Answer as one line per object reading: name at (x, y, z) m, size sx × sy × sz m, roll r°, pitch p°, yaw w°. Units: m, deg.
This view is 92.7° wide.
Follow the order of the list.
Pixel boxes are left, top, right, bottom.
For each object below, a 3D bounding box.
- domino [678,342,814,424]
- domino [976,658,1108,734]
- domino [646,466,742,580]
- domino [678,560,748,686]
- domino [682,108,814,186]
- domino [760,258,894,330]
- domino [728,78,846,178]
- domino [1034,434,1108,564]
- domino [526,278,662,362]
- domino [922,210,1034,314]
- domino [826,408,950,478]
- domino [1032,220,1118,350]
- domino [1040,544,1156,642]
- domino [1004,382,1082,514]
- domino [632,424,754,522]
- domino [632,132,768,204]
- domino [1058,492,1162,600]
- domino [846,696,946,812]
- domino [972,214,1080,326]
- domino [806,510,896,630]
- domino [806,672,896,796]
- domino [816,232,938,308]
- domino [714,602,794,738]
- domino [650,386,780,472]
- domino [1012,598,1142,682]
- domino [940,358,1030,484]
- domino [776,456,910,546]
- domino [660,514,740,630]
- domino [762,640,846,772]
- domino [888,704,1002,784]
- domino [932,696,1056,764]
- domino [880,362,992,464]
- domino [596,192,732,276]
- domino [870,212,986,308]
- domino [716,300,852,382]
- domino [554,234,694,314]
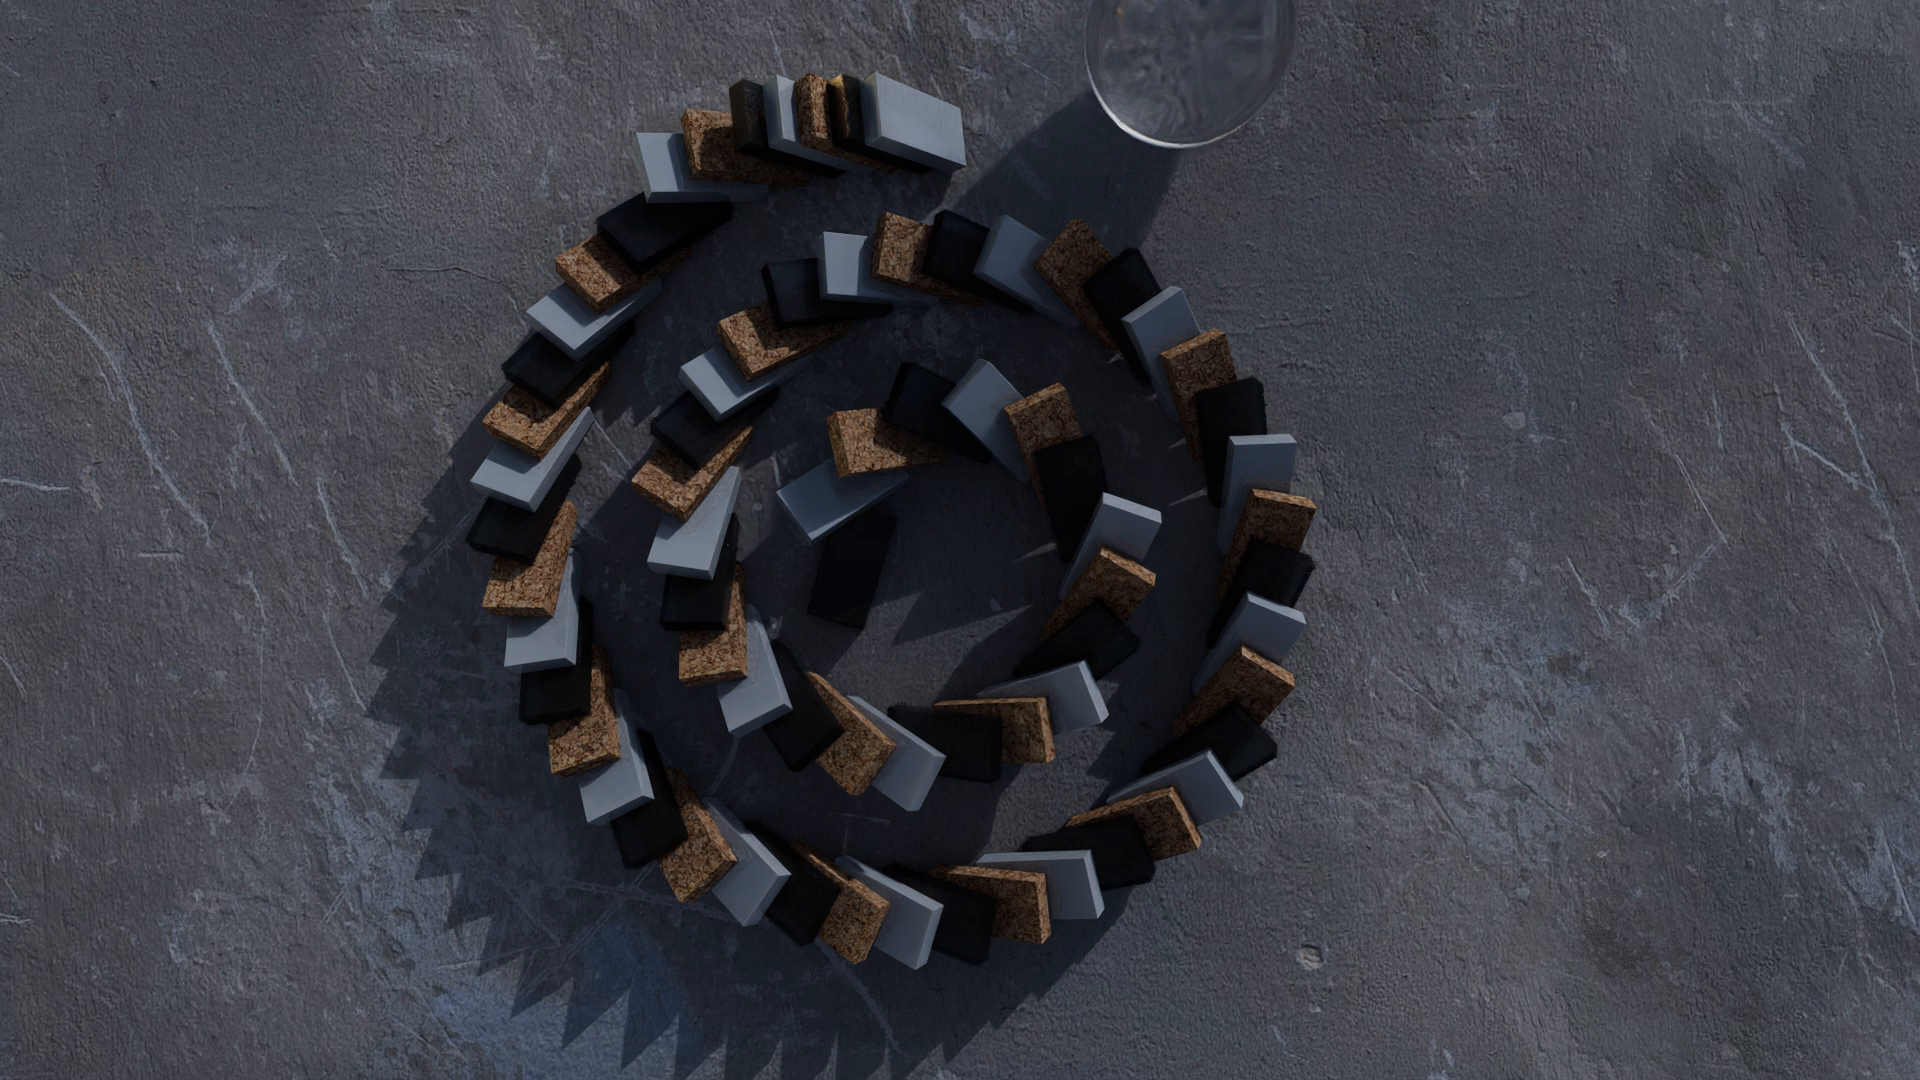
domino at (-0.089, -0.073, 0.384) m, size 0.050 × 0.010 × 0.025 m, roll -40°, pitch 90°, yaw -28°
domino at (0.034, 0.069, 0.383) m, size 0.050 × 0.010 × 0.025 m, roll -21°, pitch 91°, yaw 30°
domino at (-0.110, -0.009, 0.384) m, size 0.025 × 0.010 × 0.050 m, roll 8°, pitch 62°, yaw 0°
domino at (-0.103, 0.034, 0.384) m, size 0.025 × 0.009 × 0.050 m, roll -9°, pitch 61°, yaw 0°
domino at (-0.088, -0.163, 0.383) m, size 0.050 × 0.010 × 0.025 m, roll -9°, pitch 89°, yaw -30°
domino at (-0.055, -0.105, 0.384) m, size 0.050 × 0.009 × 0.025 m, roll -15°, pitch 90°, yaw -29°
domino at (-0.070, -0.169, 0.378) m, size 0.009 × 0.050 × 0.025 m, roll -6°, pitch 90°, yaw 43°
domino at (0.049, -0.017, 0.384) m, size 0.025 × 0.009 × 0.050 m, roll -17°, pitch 118°, yaw 0°
domino at (-0.153, -0.100, 0.385) m, size 0.025 × 0.009 × 0.050 m, roll 38°, pitch 63°, yaw 0°
domino at (0.011, -0.116, 0.384) m, size 0.050 × 0.009 × 0.025 m, roll 14°, pitch 90°, yaw -28°
domino at (-0.029, -0.042, 0.381) m, size 0.050 × 0.010 × 0.025 m, roll -12°, pitch 88°, yaw -37°
domino at (0.056, -0.106, 0.384) m, size 0.050 × 0.010 × 0.025 m, roll 41°, pitch 90°, yaw -28°
domino at (0.057, 0.028, 0.383) m, size 0.025 × 0.010 × 0.050 m, roll 31°, pitch 121°, yaw -1°
domino at (0.039, -0.037, 0.384) m, size 0.025 × 0.009 × 0.050 m, roll -25°, pitch 119°, yaw -2°
domino at (-0.111, -0.034, 0.384) m, size 0.025 × 0.010 × 0.050 m, roll 31°, pitch 62°, yaw 0°
domino at (-0.108, -0.155, 0.383) m, size 0.050 × 0.009 × 0.025 m, roll -14°, pitch 88°, yaw -31°
domino at (0.062, 0.007, 0.382) m, size 0.025 × 0.010 × 0.050 m, roll 19°, pitch 122°, yaw -2°
domino at (-0.033, 0.089, 0.384) m, size 0.050 × 0.010 × 0.025 m, roll 28°, pitch 90°, yaw 29°
domino at (0.032, -0.112, 0.384) m, size 0.050 × 0.009 × 0.025 m, roll 21°, pitch 90°, yaw -28°
domino at (-0.047, 0.011, 0.395) m, size 0.025 × 0.009 × 0.050 m, roll 16°, pitch 90°, yaw 0°
domino at (-0.053, 0.080, 0.384) m, size 0.050 × 0.010 × 0.025 m, roll 36°, pitch 90°, yaw 29°
domino at (-0.034, -0.113, 0.384) m, size 0.050 × 0.010 × 0.025 m, roll -4°, pitch 90°, yaw -28°
domino at (-0.090, 0.054, 0.384) m, size 0.025 × 0.010 × 0.050 m, roll -27°, pitch 60°, yaw 0°
domino at (-0.102, -0.054, 0.384) m, size 0.025 × 0.010 × 0.050 m, roll 40°, pitch 62°, yaw 0°
domino at (0.048, 0.049, 0.383) m, size 0.025 × 0.010 × 0.050 m, roll 46°, pitch 120°, yaw 0°
domino at (0.018, -0.049, 0.384) m, size 0.025 × 0.009 × 0.050 m, roll -49°, pitch 120°, yaw 0°
domino at (-0.049, -0.022, 0.386) m, size 0.050 × 0.009 × 0.025 m, roll -35°, pitch 83°, yaw -18°
domino at (-0.109, 0.013, 0.384) m, size 0.025 × 0.010 × 0.050 m, roll -1°, pitch 62°, yaw 0°
domino at (-0.073, 0.069, 0.384) m, size 0.025 × 0.010 × 0.050 m, roll -42°, pitch 62°, yaw 0°
domino at (-0.007, 0.085, 0.384) m, size 0.050 × 0.010 × 0.025 m, roll 1°, pitch 90°, yaw 29°
domino at (0.014, 0.080, 0.384) m, size 0.050 × 0.009 × 0.025 m, roll -8°, pitch 90°, yaw 29°
domino at (-0.006, -0.052, 0.383) m, size 0.050 × 0.010 × 0.025 m, roll 21°, pitch 90°, yaw -31°
domino at (-0.123, -0.135, 0.385) m, size 0.025 × 0.010 × 0.050 m, roll 46°, pitch 64°, yaw 0°
domino at (-0.011, -0.117, 0.384) m, size 0.050 × 0.009 × 0.025 m, roll 8°, pitch 90°, yaw -28°
domino at (-0.073, -0.088, 0.384) m, size 0.050 × 0.010 × 0.025 m, roll -33°, pitch 90°, yaw -28°
domino at (-0.140, -0.119, 0.385) m, size 0.025 × 0.009 × 0.050 m, roll 45°, pitch 63°, yaw 0°
